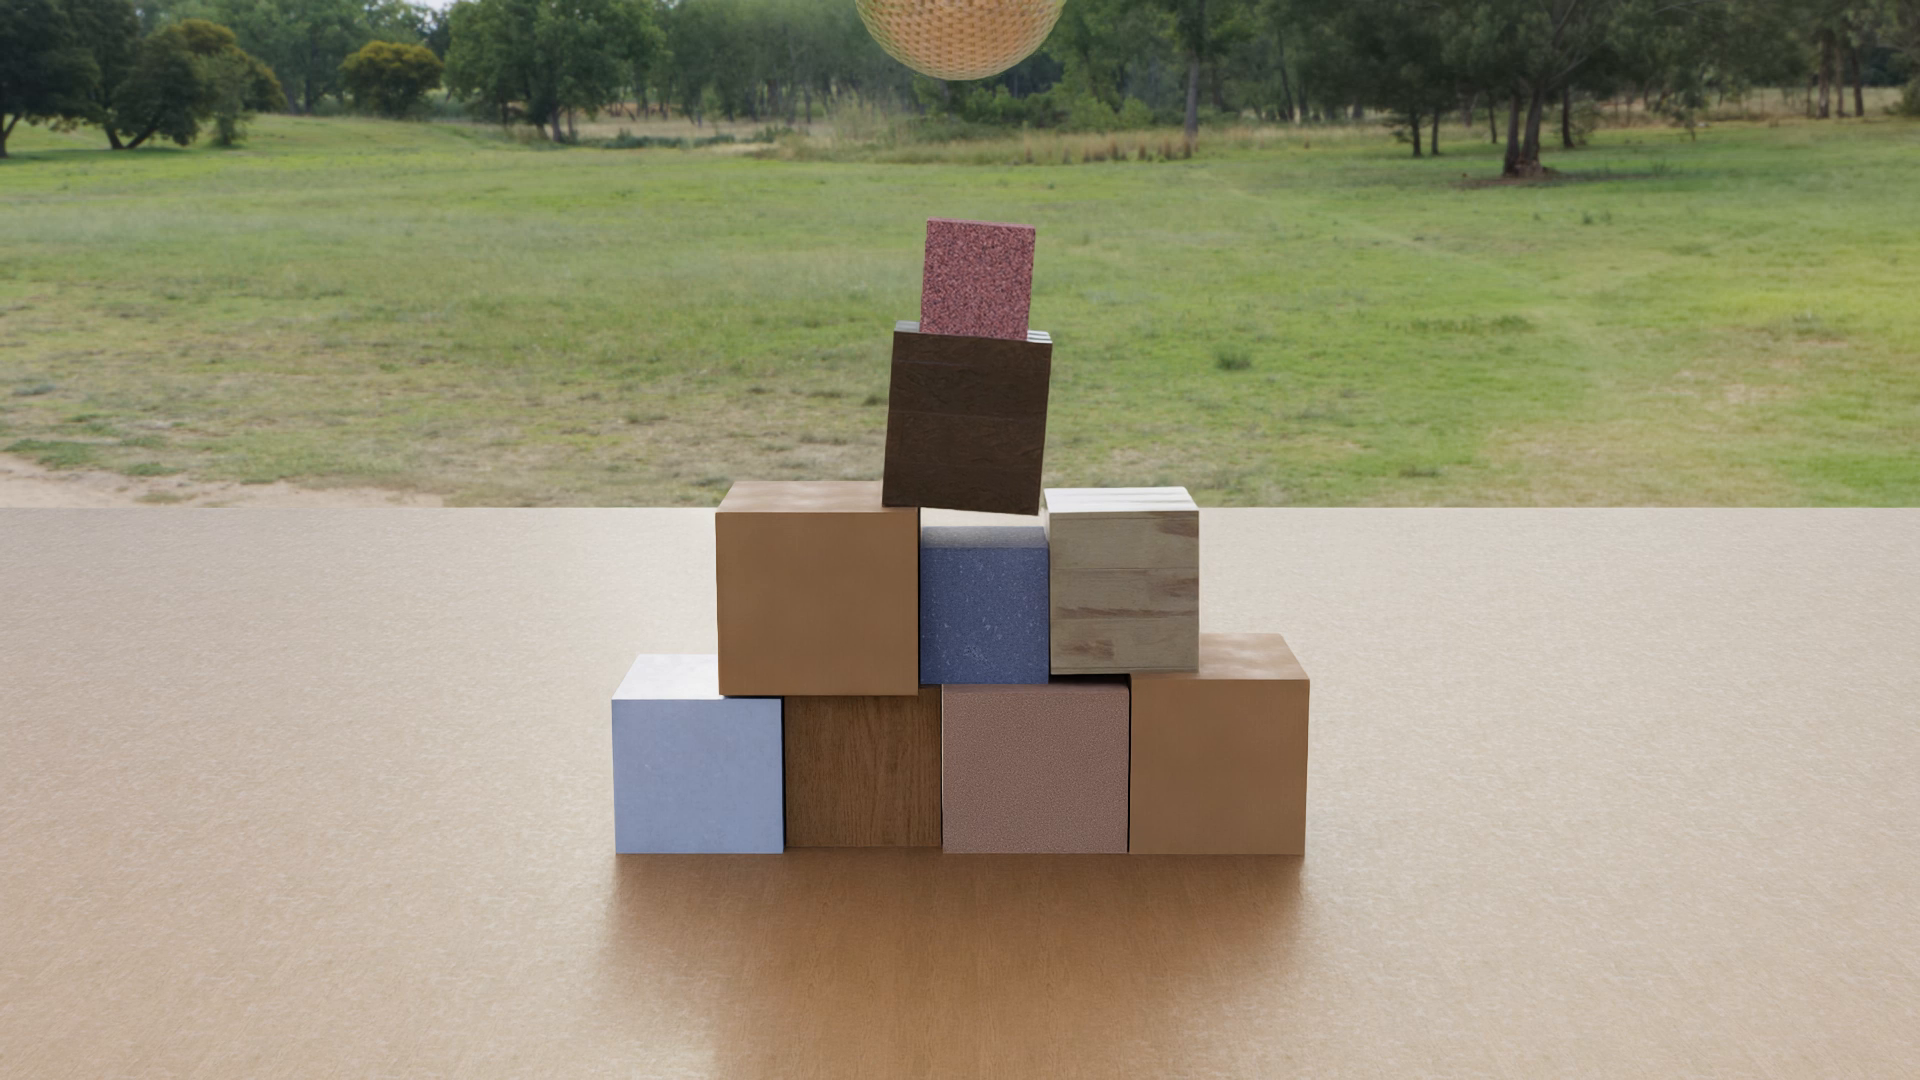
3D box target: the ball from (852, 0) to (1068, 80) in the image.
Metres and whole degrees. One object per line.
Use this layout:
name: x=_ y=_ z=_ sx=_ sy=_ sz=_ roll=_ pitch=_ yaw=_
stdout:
ball: x=0.000 y=-4.080 z=15.627 sx=1.600 sy=1.600 sz=1.600 roll=0 pitch=10 yaw=0

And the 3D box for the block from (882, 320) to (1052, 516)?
block: x=0.032 y=-0.626 z=11.060 sx=0.771 sy=0.851 sz=0.694 roll=4 pitch=10 yaw=-1

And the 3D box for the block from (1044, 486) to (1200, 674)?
block: x=0.812 y=0.195 z=11.214 sx=0.734 sy=0.816 sz=0.740 roll=-1 pitch=10 yaw=0

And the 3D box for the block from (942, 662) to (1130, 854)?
block: x=0.374 y=1.074 z=11.359 sx=0.919 sy=0.823 sz=0.943 roll=0 pitch=10 yaw=0

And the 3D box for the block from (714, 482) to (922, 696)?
block: x=-0.696 y=0.227 z=11.207 sx=0.980 sy=0.912 sz=0.978 roll=0 pitch=10 yaw=0

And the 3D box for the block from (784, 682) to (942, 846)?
block: x=-0.485 y=1.075 z=11.370 sx=0.779 sy=0.816 sz=0.740 roll=0 pitch=10 yaw=0

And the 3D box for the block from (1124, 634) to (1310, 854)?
block: x=1.281 y=1.033 z=11.381 sx=0.874 sy=0.895 sz=1.025 roll=0 pitch=10 yaw=0

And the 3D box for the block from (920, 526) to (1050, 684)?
block: x=0.123 y=0.324 z=11.245 sx=0.639 sy=0.693 sz=0.620 roll=0 pitch=10 yaw=0

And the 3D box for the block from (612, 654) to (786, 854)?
block: x=-1.301 y=1.087 z=11.371 sx=0.834 sy=0.792 sz=0.960 roll=0 pitch=10 yaw=0

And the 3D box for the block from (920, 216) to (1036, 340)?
block: x=0.084 y=-1.307 z=10.931 sx=0.527 sy=0.539 sz=0.535 roll=4 pitch=10 yaw=-1
